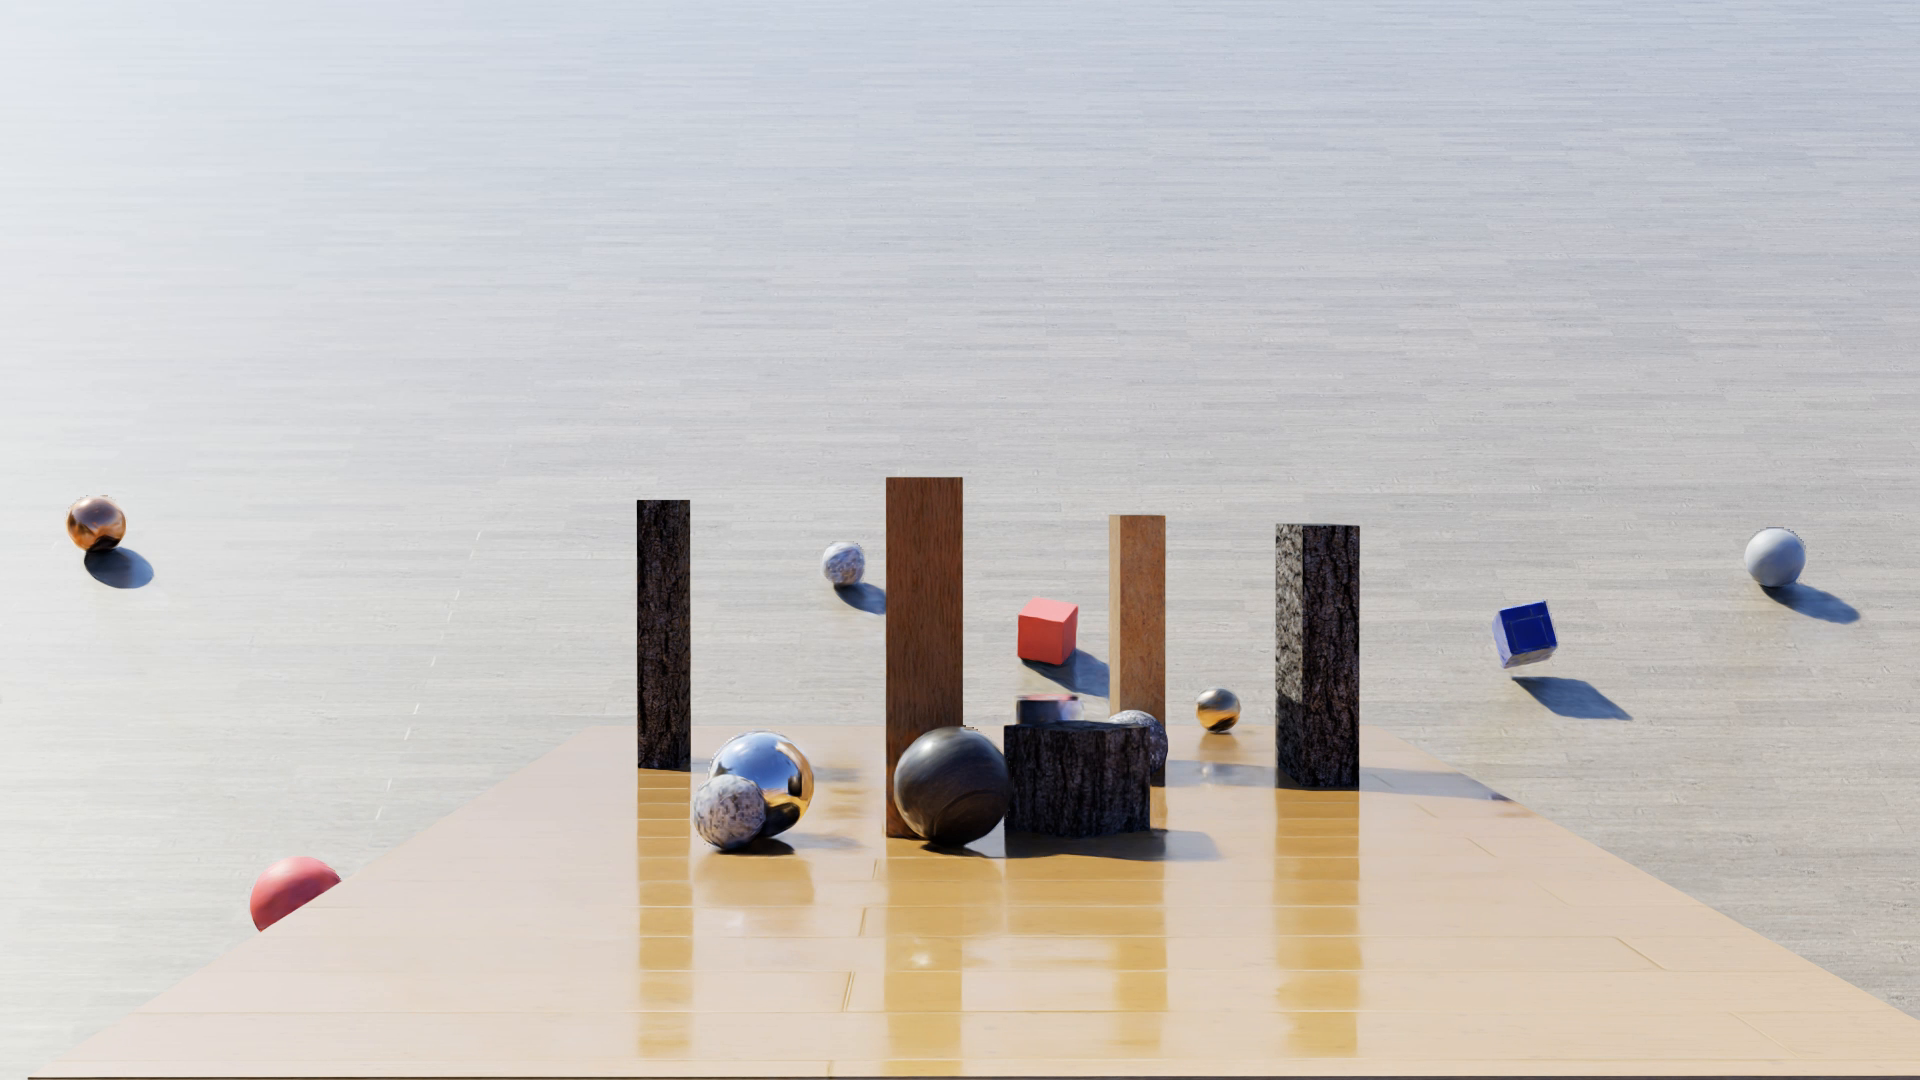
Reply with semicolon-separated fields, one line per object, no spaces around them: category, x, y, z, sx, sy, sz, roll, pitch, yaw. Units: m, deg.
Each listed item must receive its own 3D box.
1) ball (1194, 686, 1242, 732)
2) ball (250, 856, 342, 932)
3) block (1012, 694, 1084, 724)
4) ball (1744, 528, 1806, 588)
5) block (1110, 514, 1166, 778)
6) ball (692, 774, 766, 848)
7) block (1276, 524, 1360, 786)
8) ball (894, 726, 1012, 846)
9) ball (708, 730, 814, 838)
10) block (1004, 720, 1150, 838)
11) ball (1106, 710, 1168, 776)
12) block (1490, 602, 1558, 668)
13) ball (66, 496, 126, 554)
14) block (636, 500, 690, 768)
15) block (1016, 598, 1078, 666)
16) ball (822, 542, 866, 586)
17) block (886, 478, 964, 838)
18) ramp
ball;0.641;0.419;6.414;0.114;0.114;0.114;0;27;0
ball;-1.284;0.704;5.012;0.181;0.181;0.181;0;27;0
block;0.193;0.416;5.637;0.146;0.146;0.146;0;1;-2
ball;2.343;0.051;7.423;0.168;0.168;0.168;0;27;0
block;0.380;0.218;5.560;0.094;0.544;0.391;0;1;0
ball;-0.383;0.450;4.280;0.123;0.123;0.123;0;27;0
block;0.745;0.230;5.406;0.115;0.525;0.440;0;1;0
ball;-0.013;0.411;4.315;0.199;0.199;0.199;0;27;0
ball;-0.341;0.418;4.424;0.182;0.182;0.182;0;27;0
block;0.206;0.417;4.529;0.181;0.181;0.181;-1;1;-41
ball;0.354;0.421;5.294;0.146;0.146;0.146;0;27;0
block;1.521;0.257;6.962;0.128;0.128;0.128;-11;71;-3
ball;-2.544;-0.044;7.607;0.169;0.169;0.169;0;27;0
block;-0.650;0.200;5.677;0.090;0.578;0.246;0;1;0
block;0.240;0.249;7.071;0.128;0.128;0.128;10;24;18
ball;-0.335;0.069;7.431;0.129;0.129;0.129;0;27;0
block;-0.061;0.198;4.591;0.132;0.616;0.360;0;1;0
ramp;0.062;0.556;4.593;2.000;0.100;4.000;0;1;0
